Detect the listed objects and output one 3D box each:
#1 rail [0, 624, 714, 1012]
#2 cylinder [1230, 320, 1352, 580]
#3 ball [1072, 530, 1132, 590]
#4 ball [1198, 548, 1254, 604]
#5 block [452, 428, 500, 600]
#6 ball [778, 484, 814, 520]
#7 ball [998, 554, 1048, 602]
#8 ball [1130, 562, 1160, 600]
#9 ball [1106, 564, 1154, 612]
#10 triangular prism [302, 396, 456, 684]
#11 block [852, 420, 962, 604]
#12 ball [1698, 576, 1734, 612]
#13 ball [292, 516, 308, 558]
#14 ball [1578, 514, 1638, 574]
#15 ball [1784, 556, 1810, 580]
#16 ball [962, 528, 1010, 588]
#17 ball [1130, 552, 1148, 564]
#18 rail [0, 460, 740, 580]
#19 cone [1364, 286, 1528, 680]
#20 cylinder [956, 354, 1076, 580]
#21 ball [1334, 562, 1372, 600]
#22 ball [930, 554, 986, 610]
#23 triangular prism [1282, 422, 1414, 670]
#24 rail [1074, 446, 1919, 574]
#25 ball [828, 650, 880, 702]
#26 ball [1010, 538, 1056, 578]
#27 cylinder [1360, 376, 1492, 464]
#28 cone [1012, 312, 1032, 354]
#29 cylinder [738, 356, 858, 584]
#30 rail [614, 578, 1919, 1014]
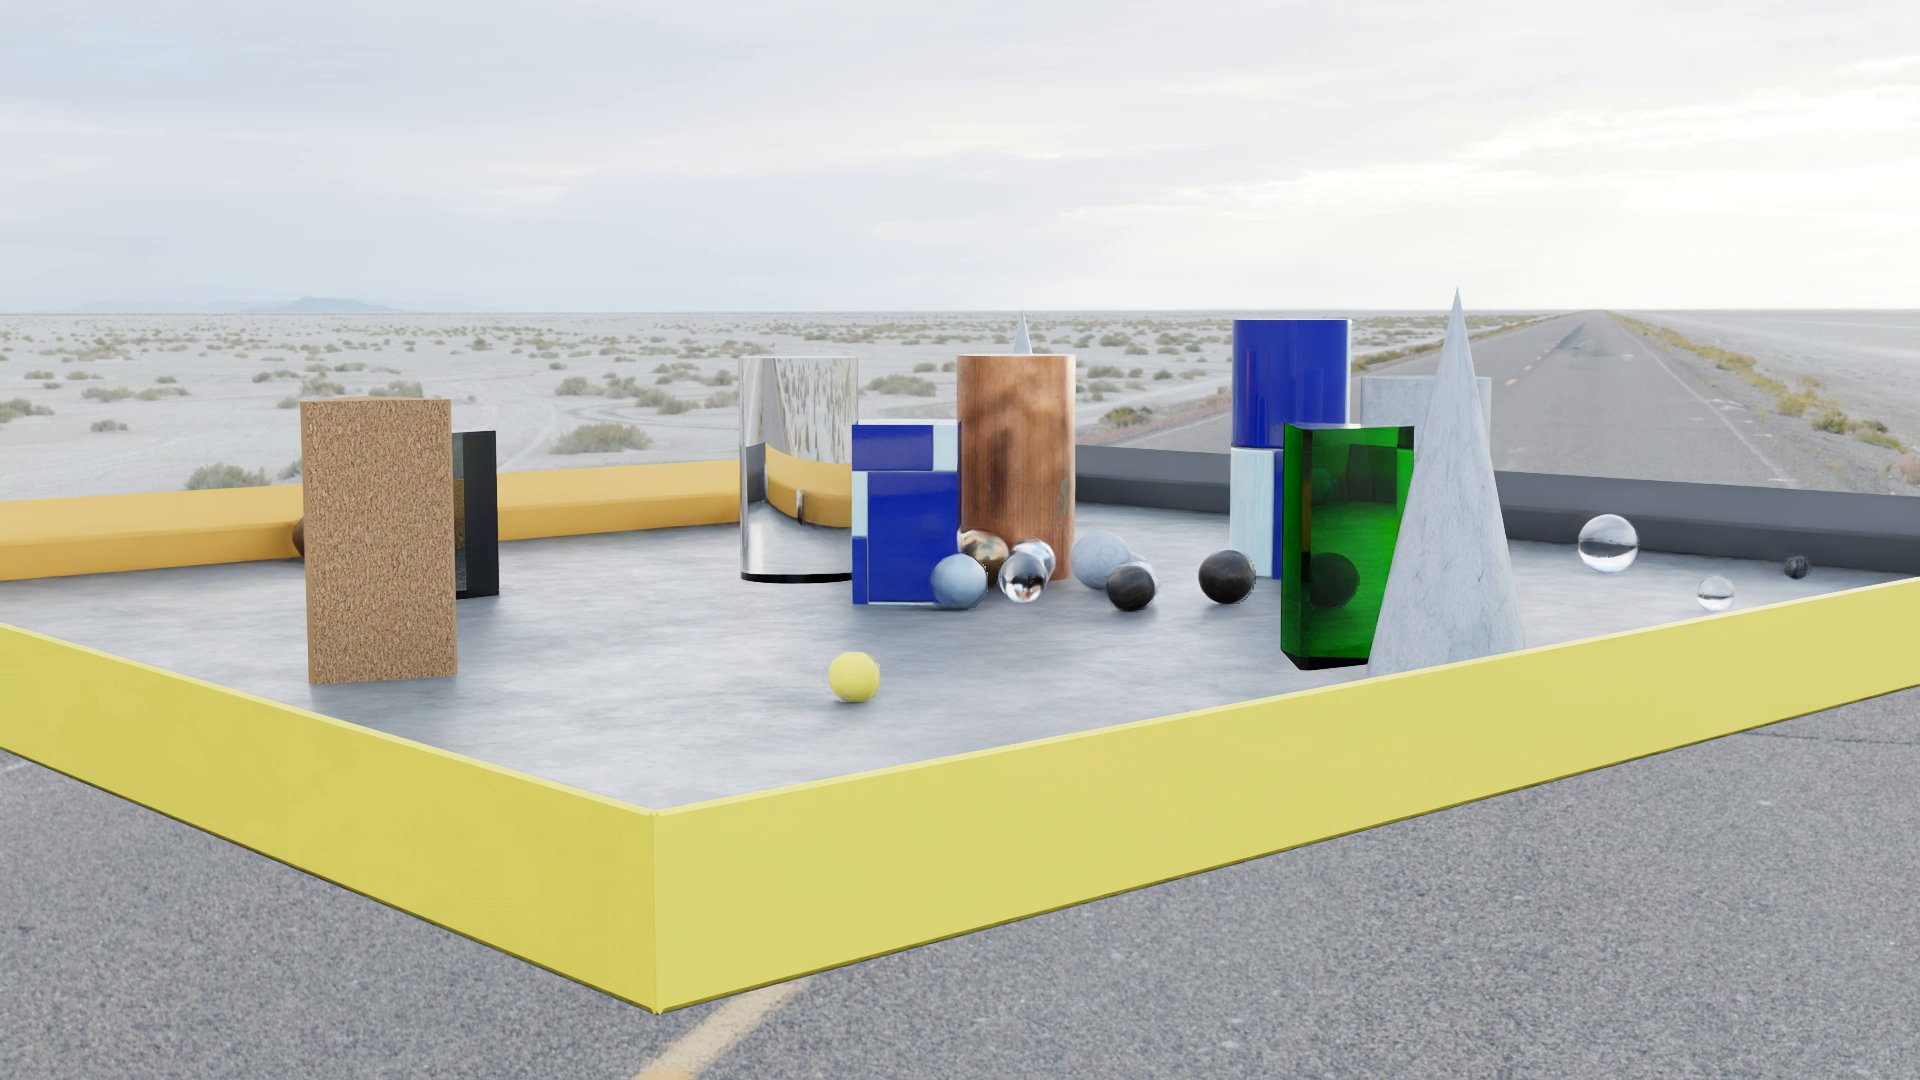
[{"bbox_3d":[-1.061,0.135,2.358,0.045,0.130,2.613,-5,8,-42],"label":"rail"},{"bbox_3d":[0.561,-0.159,3.737,0.200,0.431,0.200,0,6,0],"label":"cylinder"},{"bbox_3d":[0.226,0.032,3.521,0.096,0.096,0.096,0,6,0],"label":"ball"},{"bbox_3d":[0.405,0.055,3.352,0.085,0.085,0.085,0,6,0],"label":"ball"},{"bbox_3d":[-0.838,-0.042,3.444,0.160,0.259,0.160,5,8,42],"label":"block"},{"bbox_3d":[-0.348,-0.079,4.679,0.077,0.077,0.077,0,6,0],"label":"ball"},{"bbox_3d":[0.097,0.058,3.371,0.075,0.075,0.075,0,6,0],"label":"ball"},{"bbox_3d":[0.271,0.066,3.342,0.066,0.066,0.066,0,6,0],"label":"ball"},{"bbox_3d":[0.254,0.070,3.272,0.071,0.071,0.071,0,6,0],"label":"ball"},{"bbox_3d":[-0.727,-0.006,2.718,0.173,0.338,0.150,-3,6,-23],"label":"triangular prism"},{"bbox_3d":[-0.081,-0.046,3.416,0.160,0.274,0.160,0,6,3],"label":"block"},{"bbox_3d":[1.124,0.080,3.272,0.052,0.052,0.052,0,6,0],"label":"ball"},{"bbox_3d":[-1.149,-0.006,3.933,0.087,0.087,0.087,0,6,0],"label":"ball"},{"bbox_3d":[1.104,0.007,3.746,0.100,0.100,0.100,0,6,0],"label":"ball"},{"bbox_3d":[1.390,0.046,3.654,0.041,0.041,0.041,0,6,0],"label":"ball"},{"bbox_3d":[0.033,0.030,3.545,0.096,0.096,0.096,0,6,0],"label":"ball"},{"bbox_3d":[0.284,0.046,3.602,0.051,0.051,0.051,0,6,0],"label":"ball"},{"bbox_3d":[-0.870,-0.064,4.270,2.935,0.130,0.045,-5,8,-42],"label":"rail"},{"bbox_3d":[0.552,-0.048,2.462,0.200,0.474,0.200,0,6,0],"label":"cone"},{"bbox_3d":[0.094,-0.126,3.704,0.200,0.372,0.200,0,6,0],"label":"cylinder"},{"bbox_3d":[0.606,0.064,3.394,0.059,0.059,0.059,0,6,0],"label":"ball"},{"bbox_3d":[-0.002,0.062,3.291,0.083,0.083,0.083,0,6,0],"label":"ball"},{"bbox_3d":[0.464,0.002,2.826,0.173,0.300,0.150,-3,7,-30],"label":"triangular prism"},{"bbox_3d":[1.061,-0.068,4.305,0.045,0.130,2.613,-5,8,-42],"label":"rail"},{"bbox_3d":[-0.121,0.156,2.511,0.059,0.059,0.059,0,6,0],"label":"ball"},{"bbox_3d":[0.115,0.036,3.571,0.078,0.078,0.078,0,6,0],"label":"ball"},{"bbox_3d":[0.727,-0.084,3.449,0.200,0.342,0.200,0,6,0],"label":"cylinder"},{"bbox_3d":[0.115,-0.206,4.091,0.200,0.451,0.200,0,6,0],"label":"cone"},{"bbox_3d":[-0.269,-0.121,3.680,0.200,0.368,0.200,0,6,0],"label":"cylinder"},{"bbox_3d":[0.870,0.131,2.394,2.935,0.130,0.045,-5,8,-42],"label":"rail"}]
